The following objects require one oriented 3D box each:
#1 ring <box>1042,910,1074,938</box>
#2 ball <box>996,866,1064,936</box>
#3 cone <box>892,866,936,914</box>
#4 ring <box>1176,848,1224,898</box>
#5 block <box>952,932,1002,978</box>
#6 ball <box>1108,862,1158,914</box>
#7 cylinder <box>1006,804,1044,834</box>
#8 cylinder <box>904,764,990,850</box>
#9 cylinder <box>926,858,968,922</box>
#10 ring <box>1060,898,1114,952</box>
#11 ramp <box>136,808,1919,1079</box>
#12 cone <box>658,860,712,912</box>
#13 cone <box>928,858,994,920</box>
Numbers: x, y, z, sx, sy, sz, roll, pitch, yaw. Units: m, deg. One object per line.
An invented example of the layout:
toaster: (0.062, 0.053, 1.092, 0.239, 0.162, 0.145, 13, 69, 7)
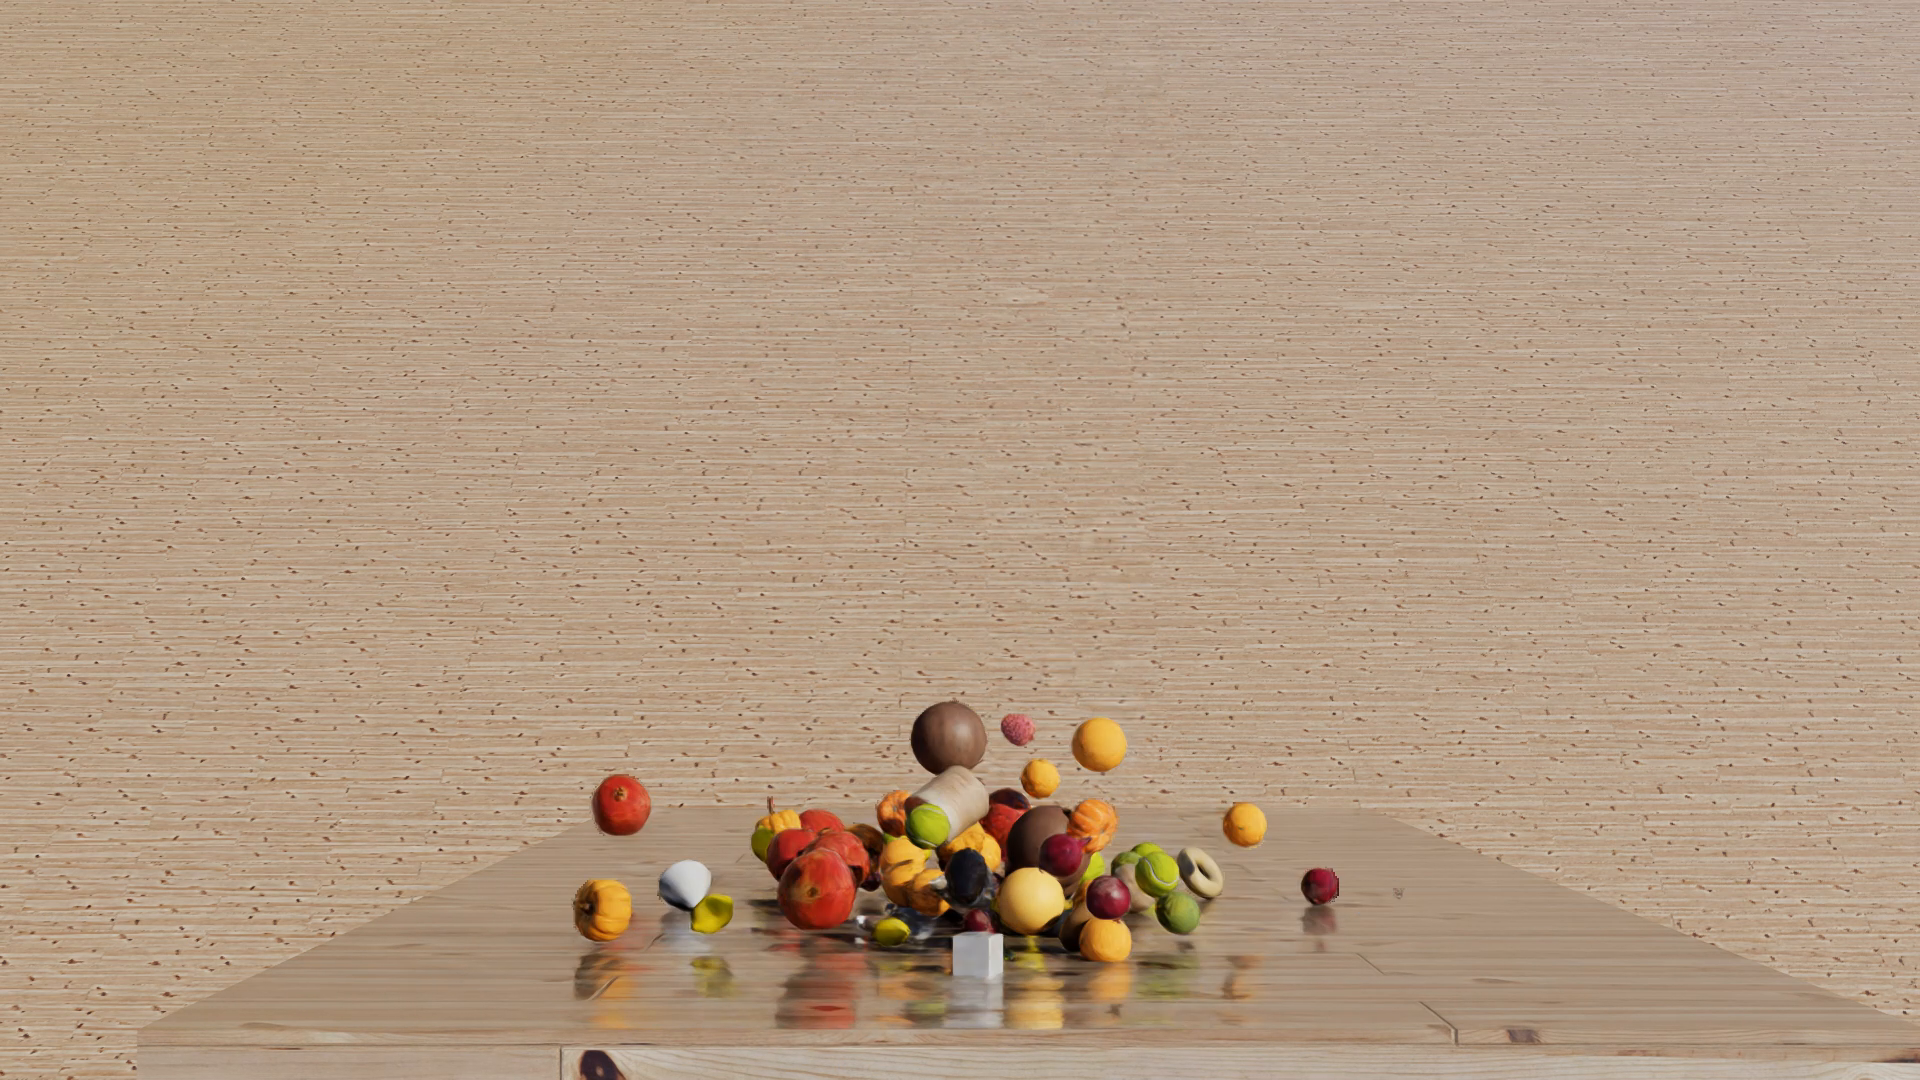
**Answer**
ring: (0.159, 0.570, 3.861, 0.104, 0.035, 0.104, -1, -4, 0)
ball: (0.099, 0.509, 3.664, 0.096, 0.096, 0.096, 0, 37, 0)
cone: (-0.070, 0.561, 4.164, 0.075, 0.075, 0.075, 1, -5, 0)
ring: (0.410, 0.567, 4.433, 0.099, 0.033, 0.099, 36, 29, -23)
block: (0.023, 0.542, 3.402, 0.052, 0.052, 0.052, -1, -3, 19)
ball: (0.279, 0.560, 4.182, 0.081, 0.081, 0.081, 0, 37, 0)
cylinder: (0.140, 0.608, 5.656, 0.062, 0.062, 0.062, -23, 3, -28)
cylinder: (-0.021, 0.433, 4.224, 0.099, 0.099, 0.099, 29, 48, 34)
cylinder: (-0.003, 0.545, 4.054, 0.071, 0.071, 0.071, 18, 42, 23)
ring: (0.176, 0.535, 3.619, 0.089, 0.089, 0.030, -26, 53, -30)
ramp: (0.080, 0.680, 4.903, 2.000, 0.100, 4.000, 0, -2, 0)
cone: (-0.436, 0.582, 4.224, 0.089, 0.089, 0.089, -12, 28, -15)
cone: (-0.014, 0.512, 3.849, 0.091, 0.091, 0.091, 15, 22, -41)
